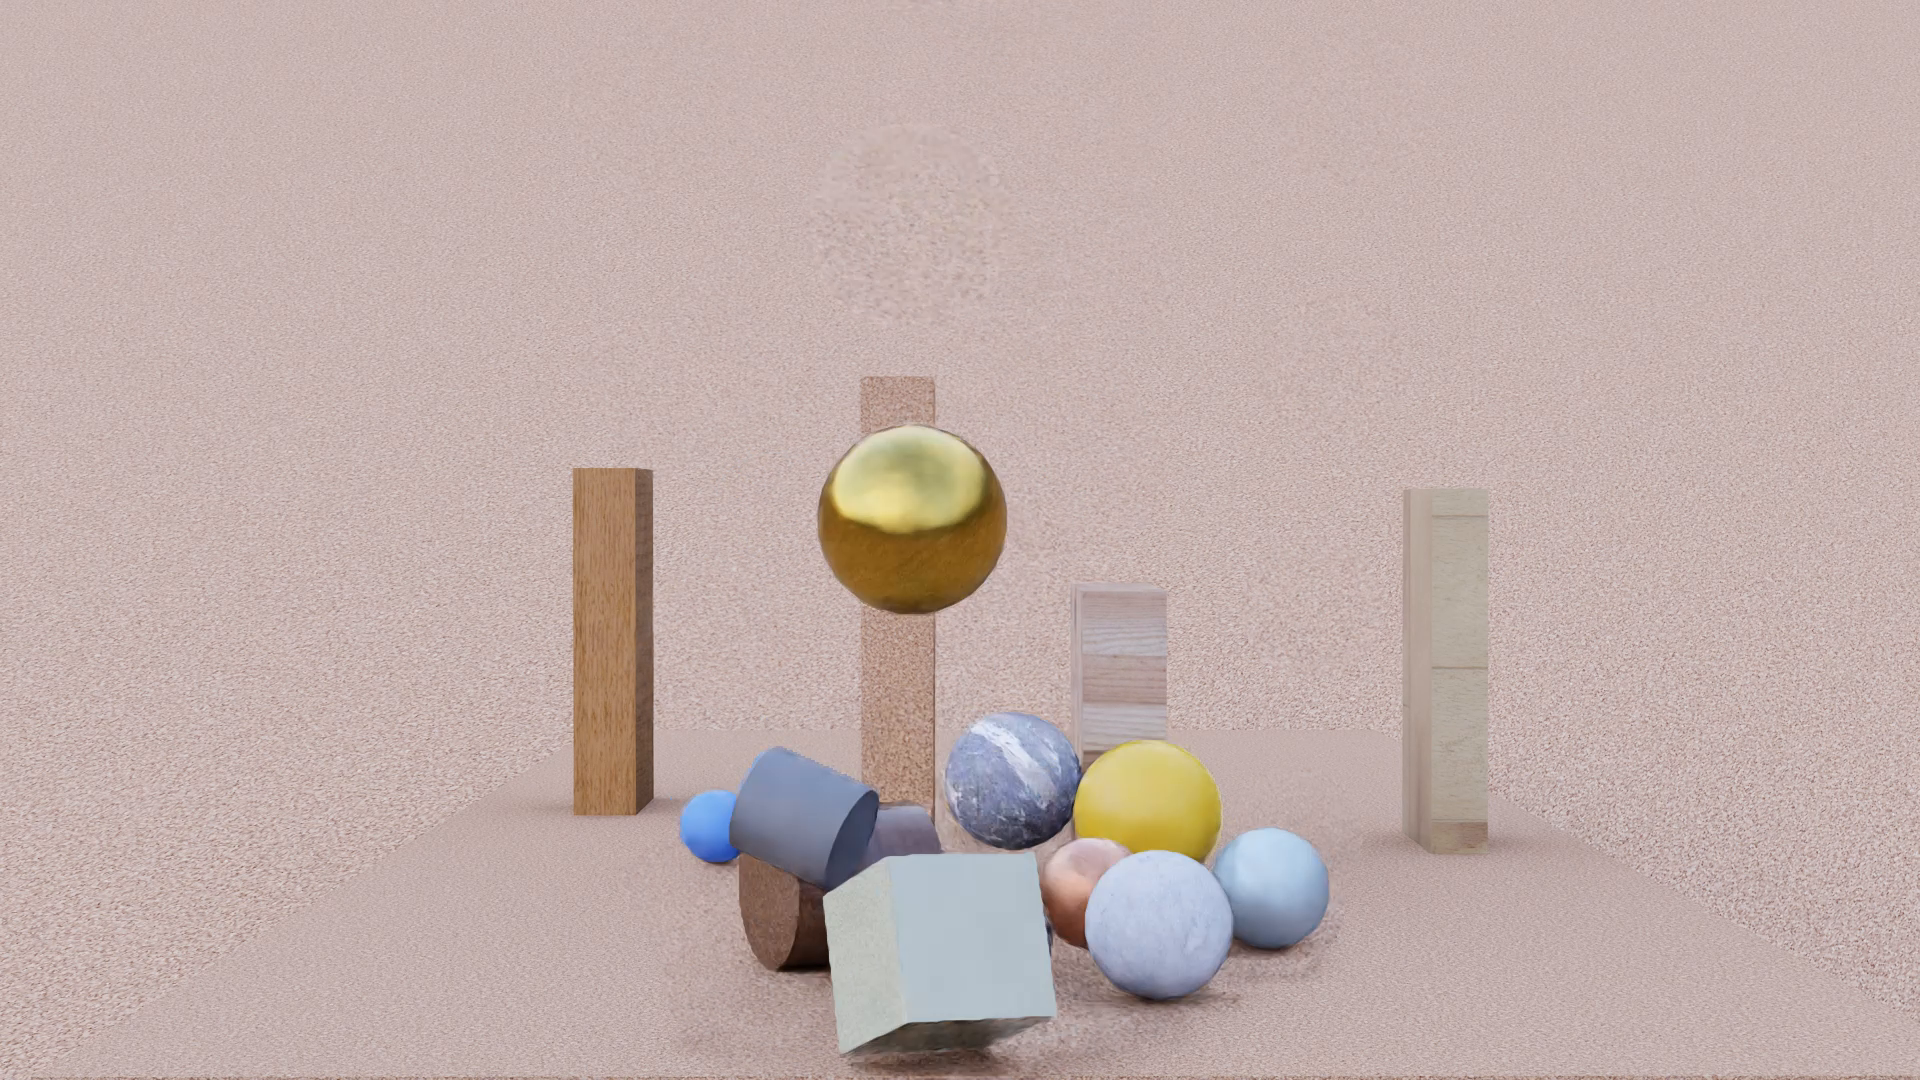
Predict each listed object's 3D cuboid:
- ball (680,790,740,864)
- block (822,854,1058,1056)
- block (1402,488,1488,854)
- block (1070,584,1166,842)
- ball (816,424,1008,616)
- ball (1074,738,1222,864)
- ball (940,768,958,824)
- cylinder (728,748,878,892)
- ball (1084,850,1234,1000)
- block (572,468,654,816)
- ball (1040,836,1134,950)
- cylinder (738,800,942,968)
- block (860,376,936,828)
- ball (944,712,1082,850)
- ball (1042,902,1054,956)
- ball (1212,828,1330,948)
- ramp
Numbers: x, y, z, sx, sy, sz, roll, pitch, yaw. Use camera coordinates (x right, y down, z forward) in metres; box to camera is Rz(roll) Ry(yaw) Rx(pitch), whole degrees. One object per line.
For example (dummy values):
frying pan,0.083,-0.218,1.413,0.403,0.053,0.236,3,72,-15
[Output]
ball,-0.391,0.460,4.154,0.117,0.117,0.117,0,28,0
block,-0.023,0.426,2.657,0.168,0.168,0.168,2,68,-26
block,0.823,0.214,4.392,0.093,0.601,0.277,0,1,0
block,0.232,0.296,3.831,0.119,0.453,0.388,0,1,0
ball,-0.051,-0.022,2.768,0.205,0.205,0.205,0,28,0
ball,0.251,0.366,3.461,0.199,0.199,0.199,0,28,0
ball,0.045,0.434,4.520,0.159,0.159,0.159,0,28,0
cylinder,-0.185,0.332,3.067,0.130,0.130,0.130,22,34,17
ball,0.232,0.448,3.009,0.173,0.173,0.173,0,28,0
block,-0.659,0.187,4.929,0.115,0.644,0.282,0,1,0
ball,0.165,0.435,3.178,0.138,0.138,0.138,0,28,0
cylinder,-0.150,0.432,3.250,0.198,0.198,0.198,0,25,-26
block,-0.094,0.136,4.049,0.109,0.768,0.328,0,1,0
ball,0.074,0.336,3.602,0.191,0.191,0.191,0,28,0
ball,0.036,0.462,3.007,0.147,0.147,0.147,0,28,0
ball,0.402,0.452,3.353,0.155,0.155,0.155,0,28,0
ramp,0.063,0.563,4.601,2.000,0.100,4.000,0,1,0
